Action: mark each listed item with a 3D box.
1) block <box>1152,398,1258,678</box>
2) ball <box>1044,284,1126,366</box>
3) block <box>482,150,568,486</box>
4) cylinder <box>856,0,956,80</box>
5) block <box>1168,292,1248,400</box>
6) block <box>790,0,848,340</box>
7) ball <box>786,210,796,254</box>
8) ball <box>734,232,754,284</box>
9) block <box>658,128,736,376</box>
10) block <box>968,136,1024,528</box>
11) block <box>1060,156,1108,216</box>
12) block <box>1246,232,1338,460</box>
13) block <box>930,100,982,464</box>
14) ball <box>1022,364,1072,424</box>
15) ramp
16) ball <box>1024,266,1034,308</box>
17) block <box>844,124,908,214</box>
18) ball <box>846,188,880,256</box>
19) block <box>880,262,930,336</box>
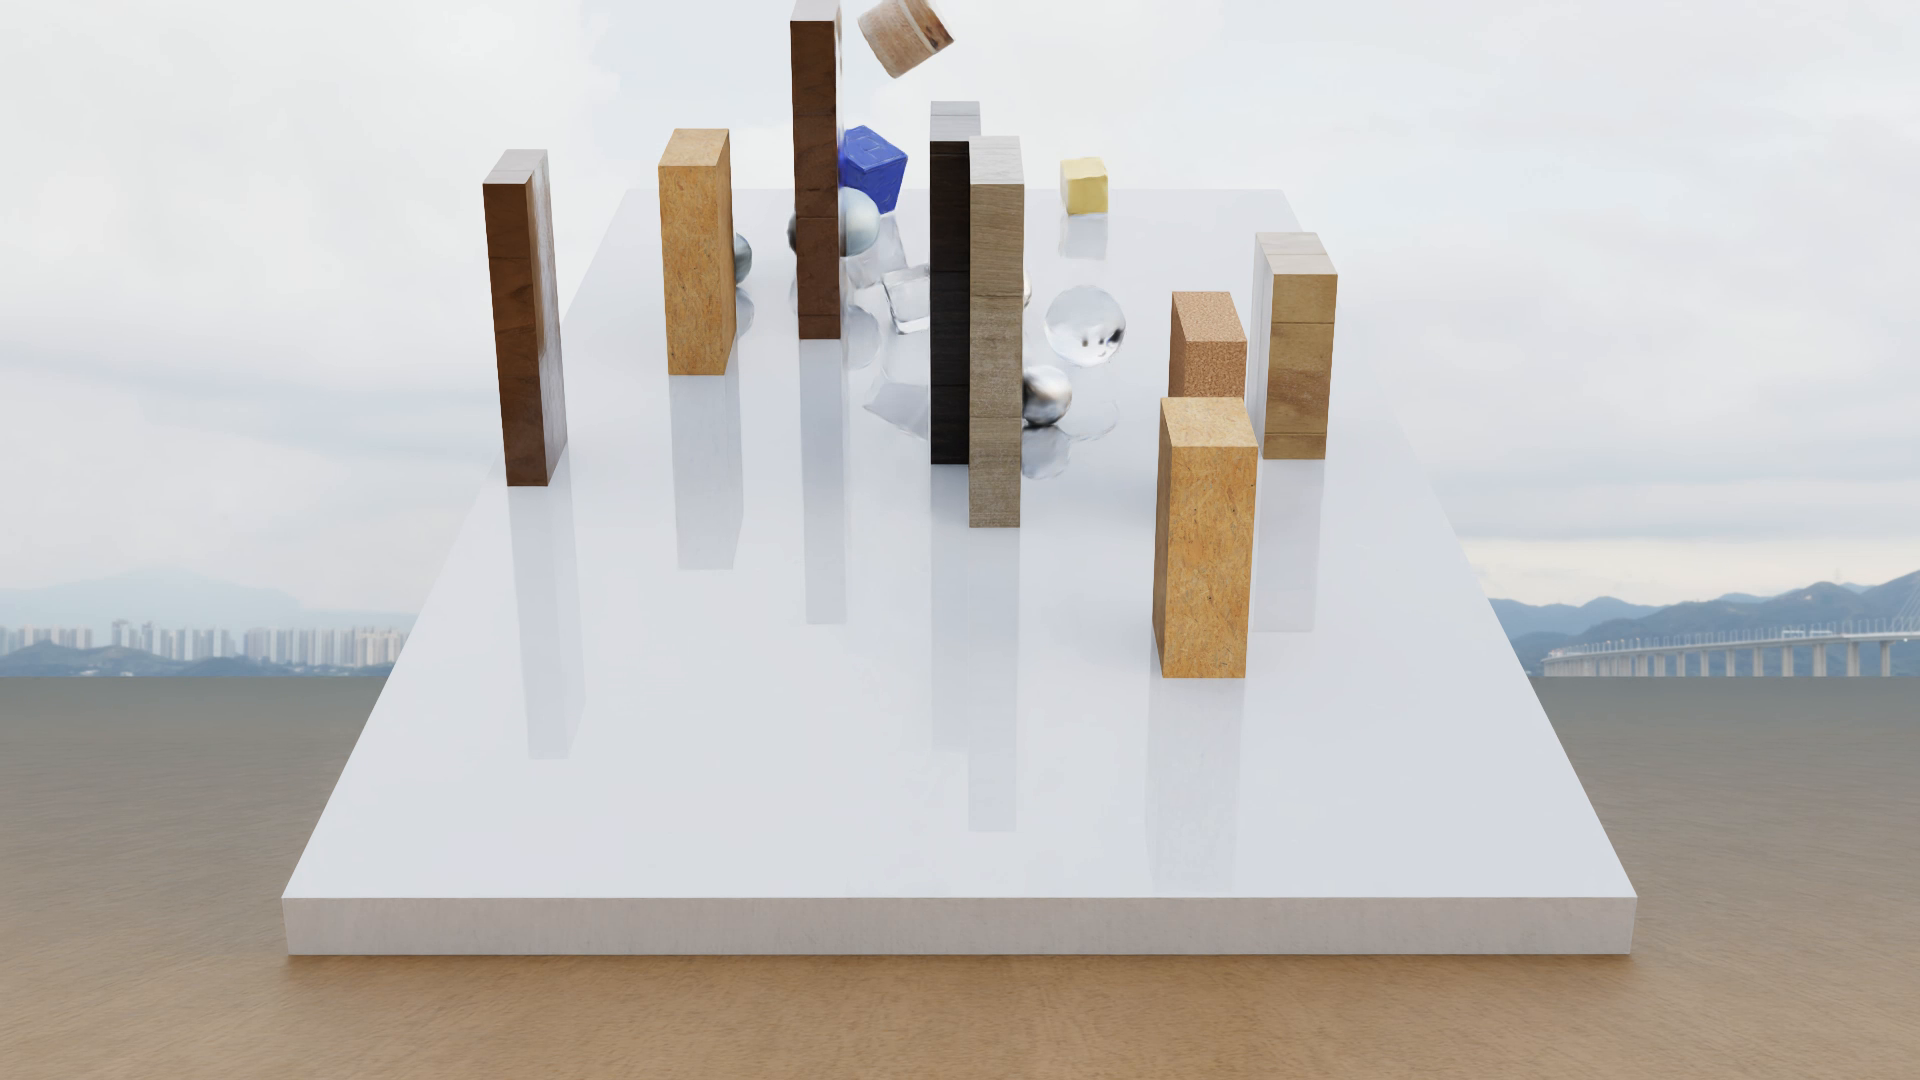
[{"bbox_3d":[0.428,-0.005,4.097,0.145,0.436,0.240,0,24,0],"label":"block"},{"bbox_3d":[0.300,-0.514,5.565,0.195,0.195,0.195,0,-3,0],"label":"ball"},{"bbox_3d":[-0.910,-0.467,4.879,0.086,0.652,0.278,0,24,0],"label":"block"},{"bbox_3d":[-0.151,-1.444,6.561,0.203,0.203,0.203,-30,-10,11],"label":"cylinder"},{"bbox_3d":[0.495,-0.258,4.704,0.118,0.414,0.320,0,24,0],"label":"block"},{"bbox_3d":[-0.349,-0.940,5.796,0.105,0.788,0.399,0,24,0],"label":"block"},{"bbox_3d":[-0.381,-0.837,6.318,0.181,0.181,0.181,0,-3,0],"label":"ball"},{"bbox_3d":[-0.624,-0.746,6.146,0.151,0.151,0.151,0,-3,0],"label":"ball"},{"bbox_3d":[-0.628,-0.698,5.588,0.133,0.508,0.361,0,24,0],"label":"block"},{"bbox_3d":[0.070,-0.426,4.718,0.103,0.710,0.380,0,24,0],"label":"block"},{"bbox_3d":[0.366,-1.041,6.818,0.121,0.121,0.121,-7,38,-5],"label":"block"},{"bbox_3d":[0.725,-0.430,5.095,0.135,0.417,0.318,0,24,0],"label":"block"},{"bbox_3d":[-0.011,-0.559,5.026,0.106,0.707,0.360,0,24,0],"label":"block"},{"bbox_3d":[0.184,-0.327,5.207,0.137,0.137,0.137,0,-3,0],"label":"ball"},{"bbox_3d":[-0.008,-0.227,5.274,2.000,0.100,4.000,0,24,0],"label":"ramp"},{"bbox_3d":[0.104,-0.643,5.897,0.163,0.163,0.163,0,-3,0],"label":"ball"},{"bbox_3d":[-0.298,-1.065,6.761,0.186,0.186,0.186,38,42,25],"label":"block"},{"bbox_3d":[-0.301,-0.843,6.155,0.182,0.182,0.182,0,-3,0],"label":"ball"},{"bbox_3d":[-0.116,-0.607,5.833,0.124,0.124,0.124,-16,26,-5],"label":"block"}]
